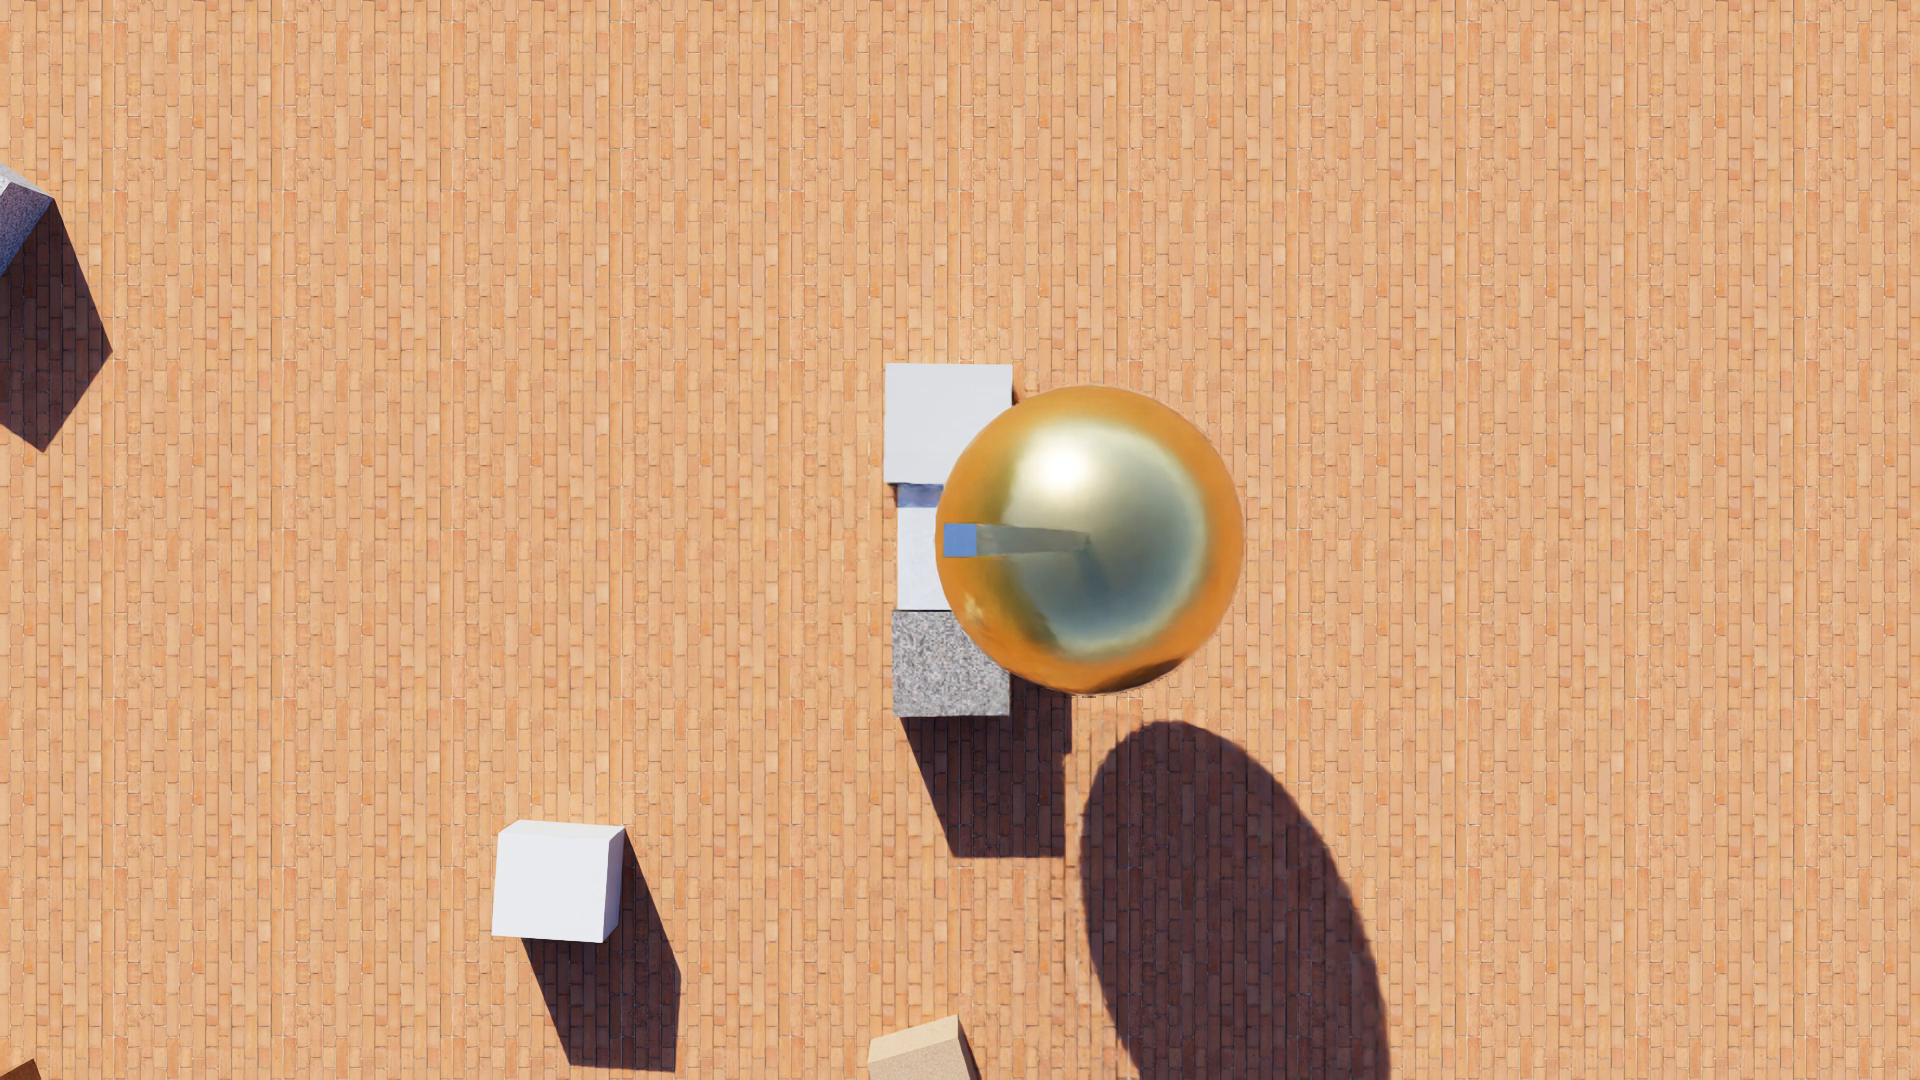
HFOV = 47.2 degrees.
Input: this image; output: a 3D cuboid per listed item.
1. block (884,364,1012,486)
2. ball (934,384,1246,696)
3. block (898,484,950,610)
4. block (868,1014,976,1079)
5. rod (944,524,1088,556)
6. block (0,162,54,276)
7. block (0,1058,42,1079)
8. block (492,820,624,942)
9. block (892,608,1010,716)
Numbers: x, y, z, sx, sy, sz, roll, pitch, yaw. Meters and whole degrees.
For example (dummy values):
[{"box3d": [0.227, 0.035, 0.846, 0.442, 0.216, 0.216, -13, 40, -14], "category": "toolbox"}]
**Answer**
[{"box3d": [-0.065, -0.652, 12.662, 0.710, 0.675, 0.668, 1, 90, 0], "category": "block"}, {"box3d": [0.664, 0.000, 11.333, 1.600, 1.600, 1.600, 0, 90, 0], "category": "ball"}, {"box3d": [-0.014, 0.038, 12.708, 0.677, 0.584, 0.705, 0, 90, 0], "category": "block"}, {"box3d": [-0.176, 3.192, 12.698, 0.532, 0.605, 0.655, -16, 90, 0], "category": "block"}, {"box3d": [0.288, 0.000, 7.954, 0.080, 5.200, 0.080, 0, 90, 6], "category": "rod"}, {"box3d": [-5.833, -1.905, 12.699, 0.660, 0.603, 0.731, 34, 90, 0], "category": "block"}, {"box3d": [-5.620, 3.470, 12.672, 0.563, 0.655, 0.655, -21, 90, 0], "category": "block"}, {"box3d": [-2.313, 1.964, 12.708, 0.625, 0.584, 0.579, 4, 90, 0], "category": "block"}, {"box3d": [-0.055, 0.696, 12.705, 0.658, 0.591, 0.593, -1, 90, 0], "category": "block"}]
